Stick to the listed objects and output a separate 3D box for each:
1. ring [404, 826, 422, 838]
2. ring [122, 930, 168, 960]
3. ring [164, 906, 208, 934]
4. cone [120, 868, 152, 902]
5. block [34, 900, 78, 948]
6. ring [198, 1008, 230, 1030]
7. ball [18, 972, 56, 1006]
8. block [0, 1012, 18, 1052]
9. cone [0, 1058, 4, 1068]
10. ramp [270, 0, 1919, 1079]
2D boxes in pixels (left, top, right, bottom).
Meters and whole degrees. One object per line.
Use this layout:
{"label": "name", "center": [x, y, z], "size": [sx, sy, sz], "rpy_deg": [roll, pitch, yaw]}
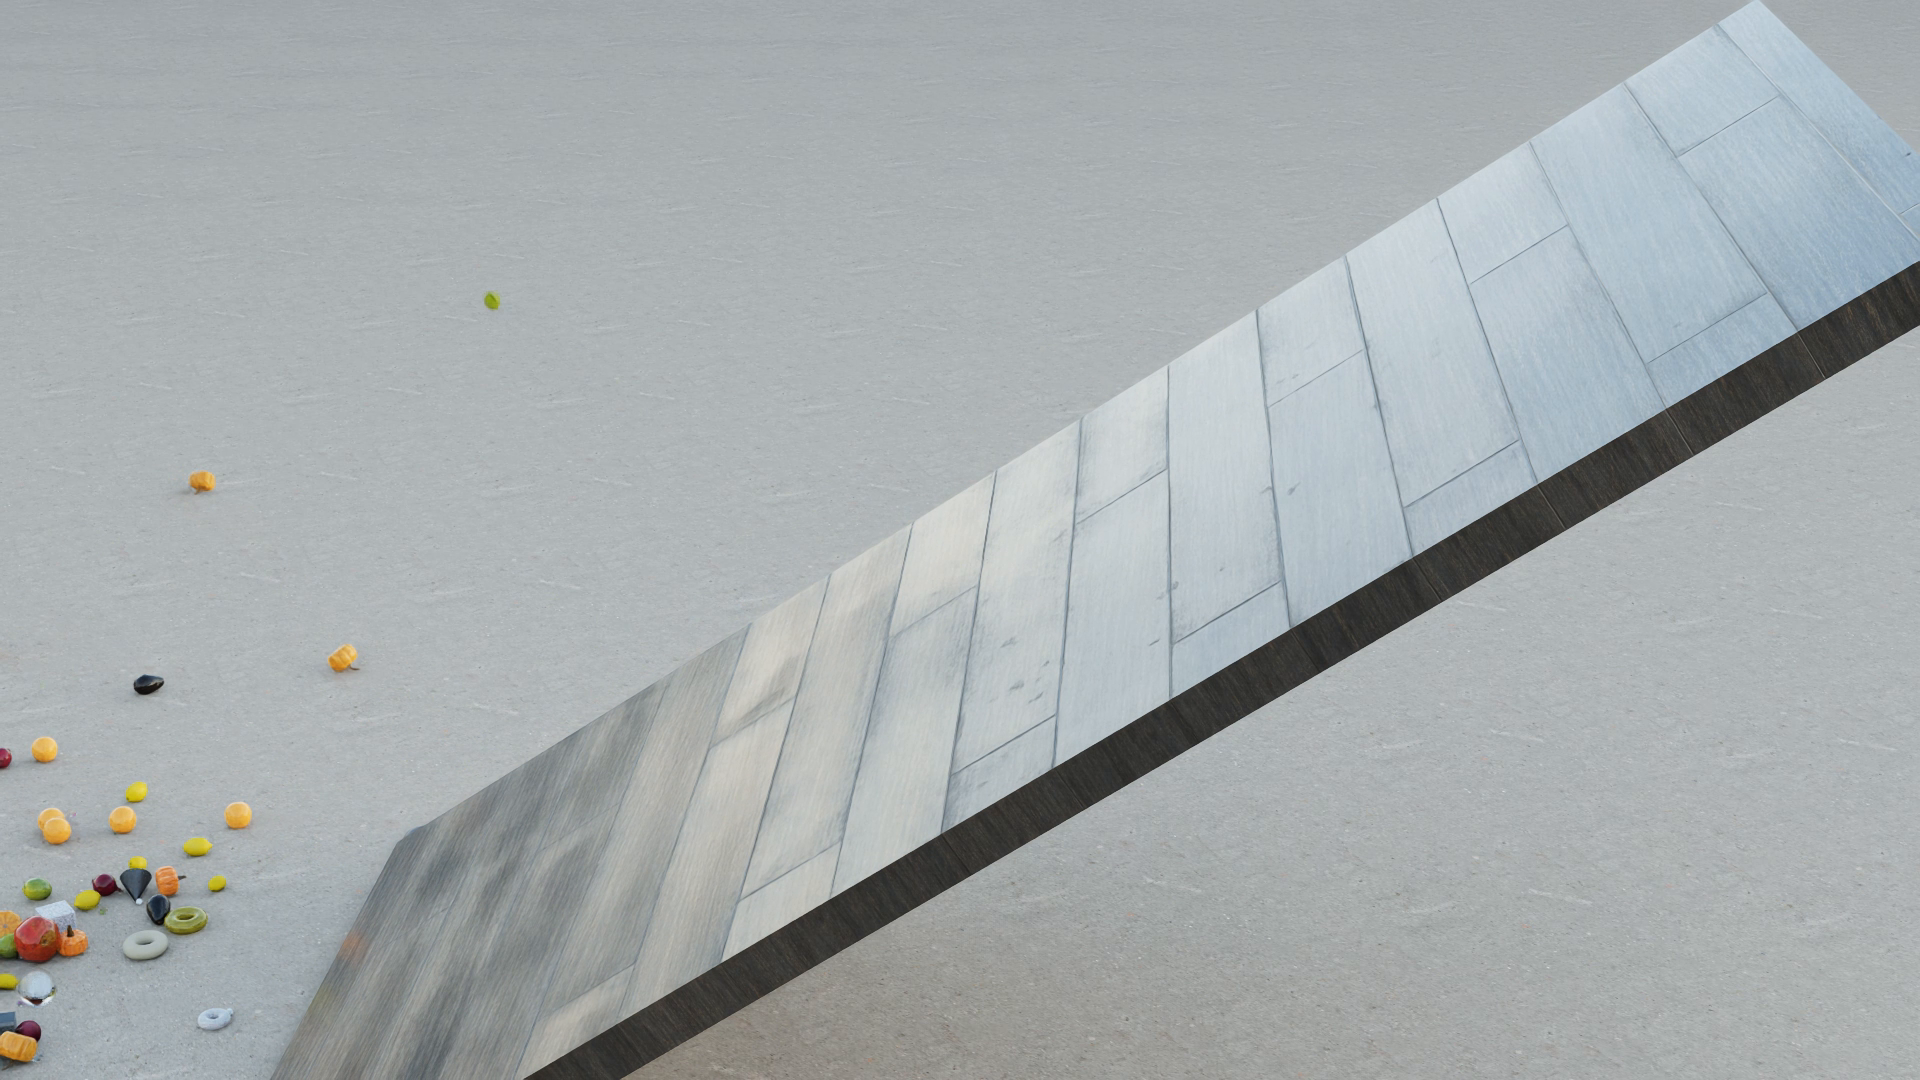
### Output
{"label": "ring", "center": [-1.429, 0.801, 7.873], "size": [0.122, 0.041, 0.122], "rpy_deg": [1, 21, 0]}
{"label": "ring", "center": [-2.030, 1.010, 7.331], "size": [0.112, 0.037, 0.112], "rpy_deg": [-1, 22, 0]}
{"label": "ring", "center": [-1.961, 0.964, 7.453], "size": [0.109, 0.036, 0.109], "rpy_deg": [1, 22, 0]}
{"label": "cone", "center": [-2.131, 0.906, 7.604], "size": [0.081, 0.081, 0.081], "rpy_deg": [-5, 48, -12]}
{"label": "block", "center": [-2.271, 0.965, 7.393], "size": [0.077, 0.077, 0.077], "rpy_deg": [-14, 25, -32]}
{"label": "ring", "center": [-1.776, 1.141, 7.003], "size": [0.077, 0.026, 0.077], "rpy_deg": [-1, 22, 0]}
{"label": "ball", "center": [-2.221, 1.080, 7.078], "size": [0.085, 0.085, 0.085], "rpy_deg": [0, 21, 0]}
{"label": "block", "center": [-2.250, 1.156, 6.903], "size": [0.067, 0.067, 0.067], "rpy_deg": [-5, 21, -13]}
{"label": "cone", "center": [-2.262, 1.182, 6.813], "size": [0.083, 0.083, 0.083], "rpy_deg": [0, 21, 0]}
{"label": "ramp", "center": [0.138, 0.172, 6.301], "size": [4.000, 0.100, 2.000], "rpy_deg": [-32, 16, 14]}
